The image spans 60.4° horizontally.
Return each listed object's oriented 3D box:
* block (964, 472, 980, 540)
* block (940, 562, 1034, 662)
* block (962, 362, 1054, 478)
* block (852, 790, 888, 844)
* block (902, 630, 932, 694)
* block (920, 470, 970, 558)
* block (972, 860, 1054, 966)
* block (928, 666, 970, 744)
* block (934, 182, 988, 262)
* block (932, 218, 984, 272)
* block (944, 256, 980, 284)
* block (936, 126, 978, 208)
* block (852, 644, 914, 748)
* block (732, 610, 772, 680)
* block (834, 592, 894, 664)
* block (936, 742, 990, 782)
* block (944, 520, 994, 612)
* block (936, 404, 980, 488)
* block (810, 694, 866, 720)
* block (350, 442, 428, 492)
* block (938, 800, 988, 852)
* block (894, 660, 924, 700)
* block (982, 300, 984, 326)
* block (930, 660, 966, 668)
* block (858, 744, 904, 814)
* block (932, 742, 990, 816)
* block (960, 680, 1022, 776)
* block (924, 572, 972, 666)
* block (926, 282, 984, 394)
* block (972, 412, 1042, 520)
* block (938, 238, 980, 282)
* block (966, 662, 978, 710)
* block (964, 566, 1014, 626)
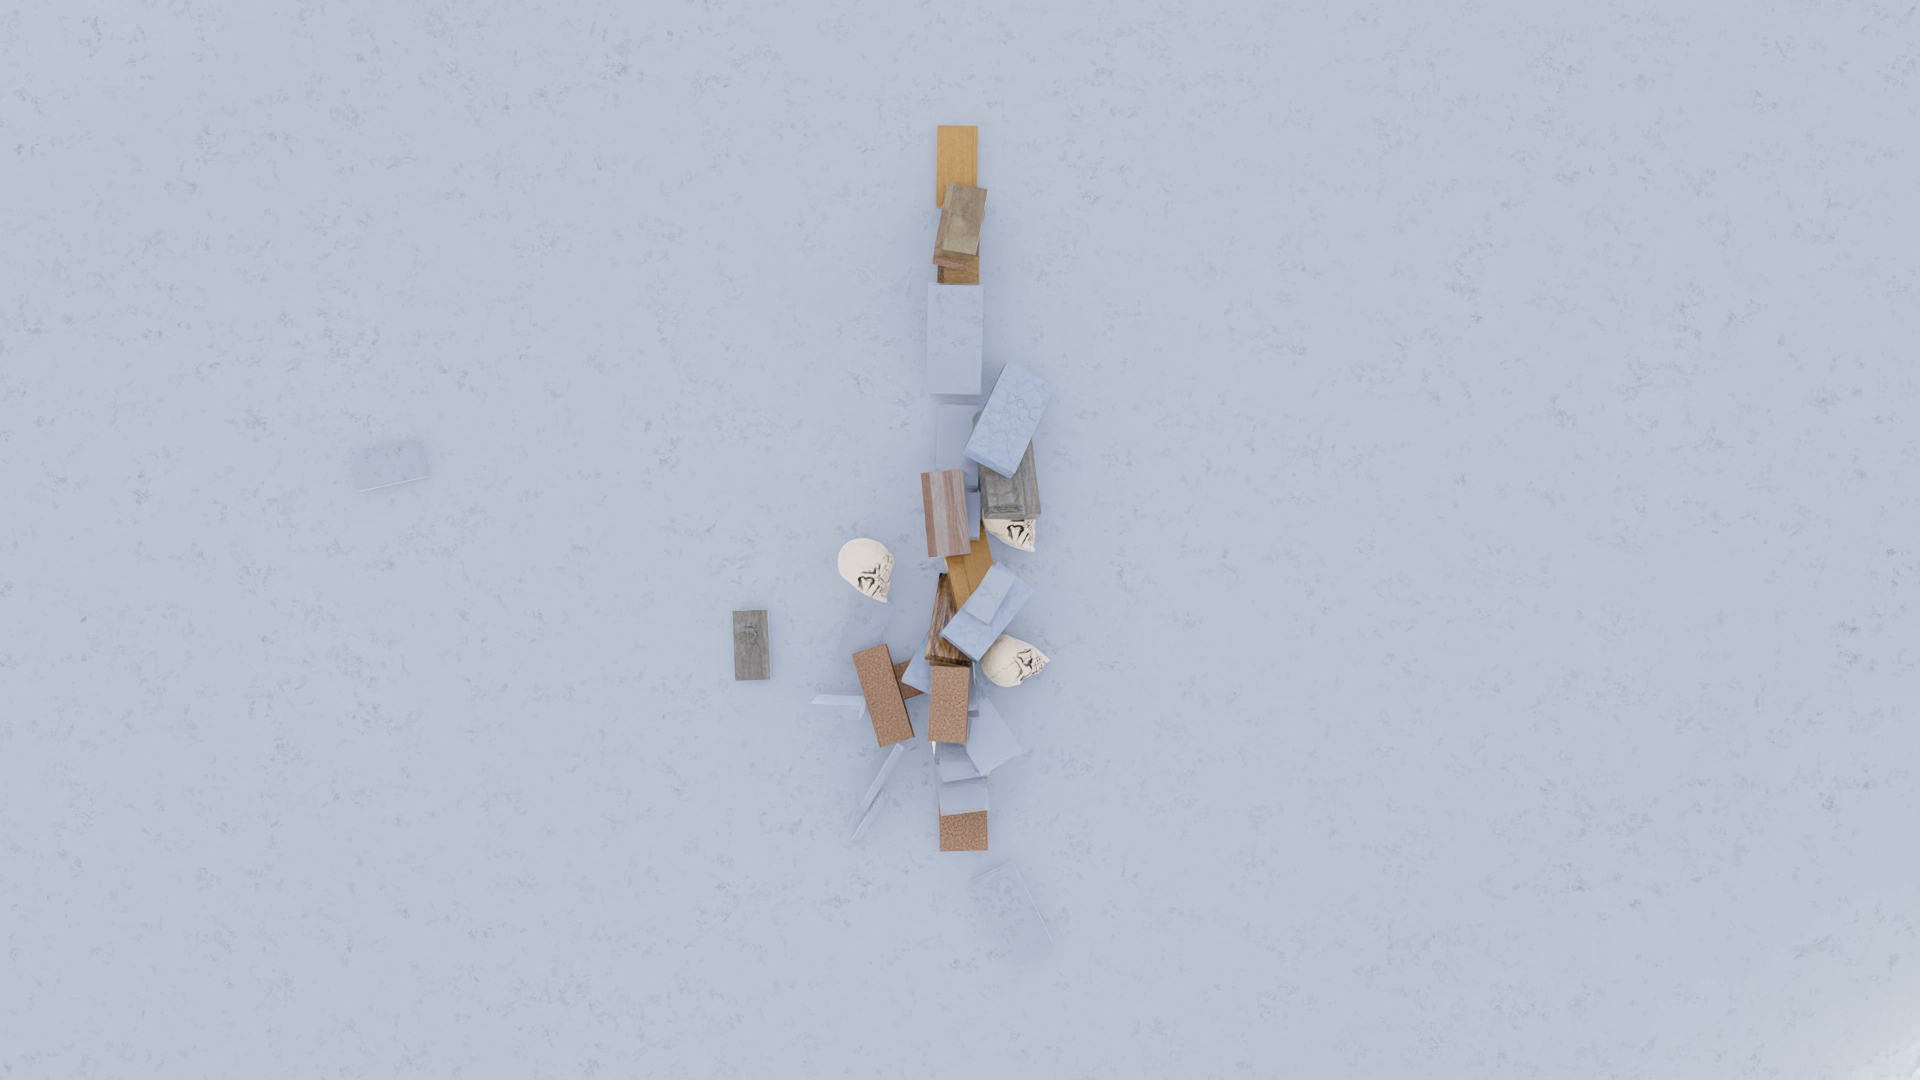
[{"bbox_3d":[-0.002,-0.138,5.438,0.138,0.039,0.276,2,72,0],"label":"block"},{"bbox_3d":[0.089,0.234,5.339,0.151,0.043,0.302,39,74,3],"label":"block"},{"bbox_3d":[0.160,-0.394,5.392,0.179,0.051,0.358,28,65,-6],"label":"block"},{"bbox_3d":[-0.299,0.919,5.456,0.025,0.088,0.176,31,90,0],"label":"block"},{"bbox_3d":[-0.083,0.387,5.414,0.121,0.034,0.241,24,59,9],"label":"block"},{"bbox_3d":[-0.046,-0.085,5.363,0.138,0.039,0.276,-5,85,-1],"label":"block"},{"bbox_3d":[0.175,1.239,5.478,0.154,0.044,0.308,-26,90,0],"label":"block"},{"bbox_3d":[-0.035,0.529,5.304,0.121,0.034,0.241,3,86,6],"label":"block"},{"bbox_3d":[0.003,-1.039,5.384,0.134,0.038,0.268,10,64,1],"label":"block"},{"bbox_3d":[-0.004,-0.993,5.404,0.115,0.033,0.230,14,64,6],"label":"block"},{"bbox_3d":[0.004,-0.821,5.439,0.115,0.033,0.230,1,107,1],"label":"block"},{"bbox_3d":[-0.010,-1.239,5.481,0.134,0.038,0.268,1,90,0],"label":"block"},{"bbox_3d":[-0.252,0.512,5.429,0.117,0.033,0.320,-18,85,7],"label":"block"},{"bbox_3d":[-0.692,0.349,5.484,0.116,0.033,0.232,-2,90,0],"label":"block"},{"bbox_3d":[-0.316,0.301,5.484,0.116,0.033,0.232,24,90,0],"label":"block"},{"bbox_3d":[-0.003,0.631,5.407,0.154,0.044,0.308,-9,62,-1],"label":"block"},{"bbox_3d":[0.033,0.092,5.423,0.151,0.043,0.302,-11,73,-11],"label":"block"},{"bbox_3d":[-0.007,-0.310,5.445,0.138,0.039,0.276,2,75,0],"label":"block"},{"bbox_3d":[-0.394,0.540,5.341,0.159,0.318,0.045,3,90,0],"label":"block"},{"bbox_3d":[-1.898,-0.243,5.484,0.232,0.033,0.116,-12,90,0],"label":"block"},{"bbox_3d":[0.009,0.870,5.477,0.159,0.045,0.318,-2,90,0],"label":"block"},{"bbox_3d":[-0.192,0.468,5.461,0.233,0.033,0.117,-19,80,7],"label":"block"},{"bbox_3d":[0.018,-0.674,5.450,0.115,0.033,0.230,1,107,1],"label":"block"},{"bbox_3d":[-0.018,0.310,5.423,0.121,0.034,0.241,12,60,1],"label":"block"},{"bbox_3d":[-0.261,0.788,5.456,0.025,0.088,0.245,31,90,0],"label":"block"},{"bbox_3d":[-0.002,0.736,5.417,0.159,0.045,0.318,-8,67,0],"label":"block"},{"bbox_3d":[0.053,0.599,5.370,0.154,0.044,0.308,-29,64,-11],"label":"block"},{"bbox_3d":[-0.016,0.260,5.406,0.151,0.043,0.301,10,60,0],"label":"block"},{"bbox_3d":[-0.017,-0.660,5.411,0.179,0.051,0.358,1,107,0],"label":"block"},{"bbox_3d":[0.153,-0.244,5.392,0.179,0.051,0.358,0,71,-19],"label":"block"},{"bbox_3d":[-0.005,-0.935,5.481,0.134,0.038,0.268,3,90,0],"label":"block"},{"bbox_3d":[-0.010,0.459,5.405,0.117,0.033,0.233,-9,50,5],"label":"block"},{"bbox_3d":[0.095,0.178,5.319,0.088,0.025,0.176,31,74,0],"label":"block"}]
